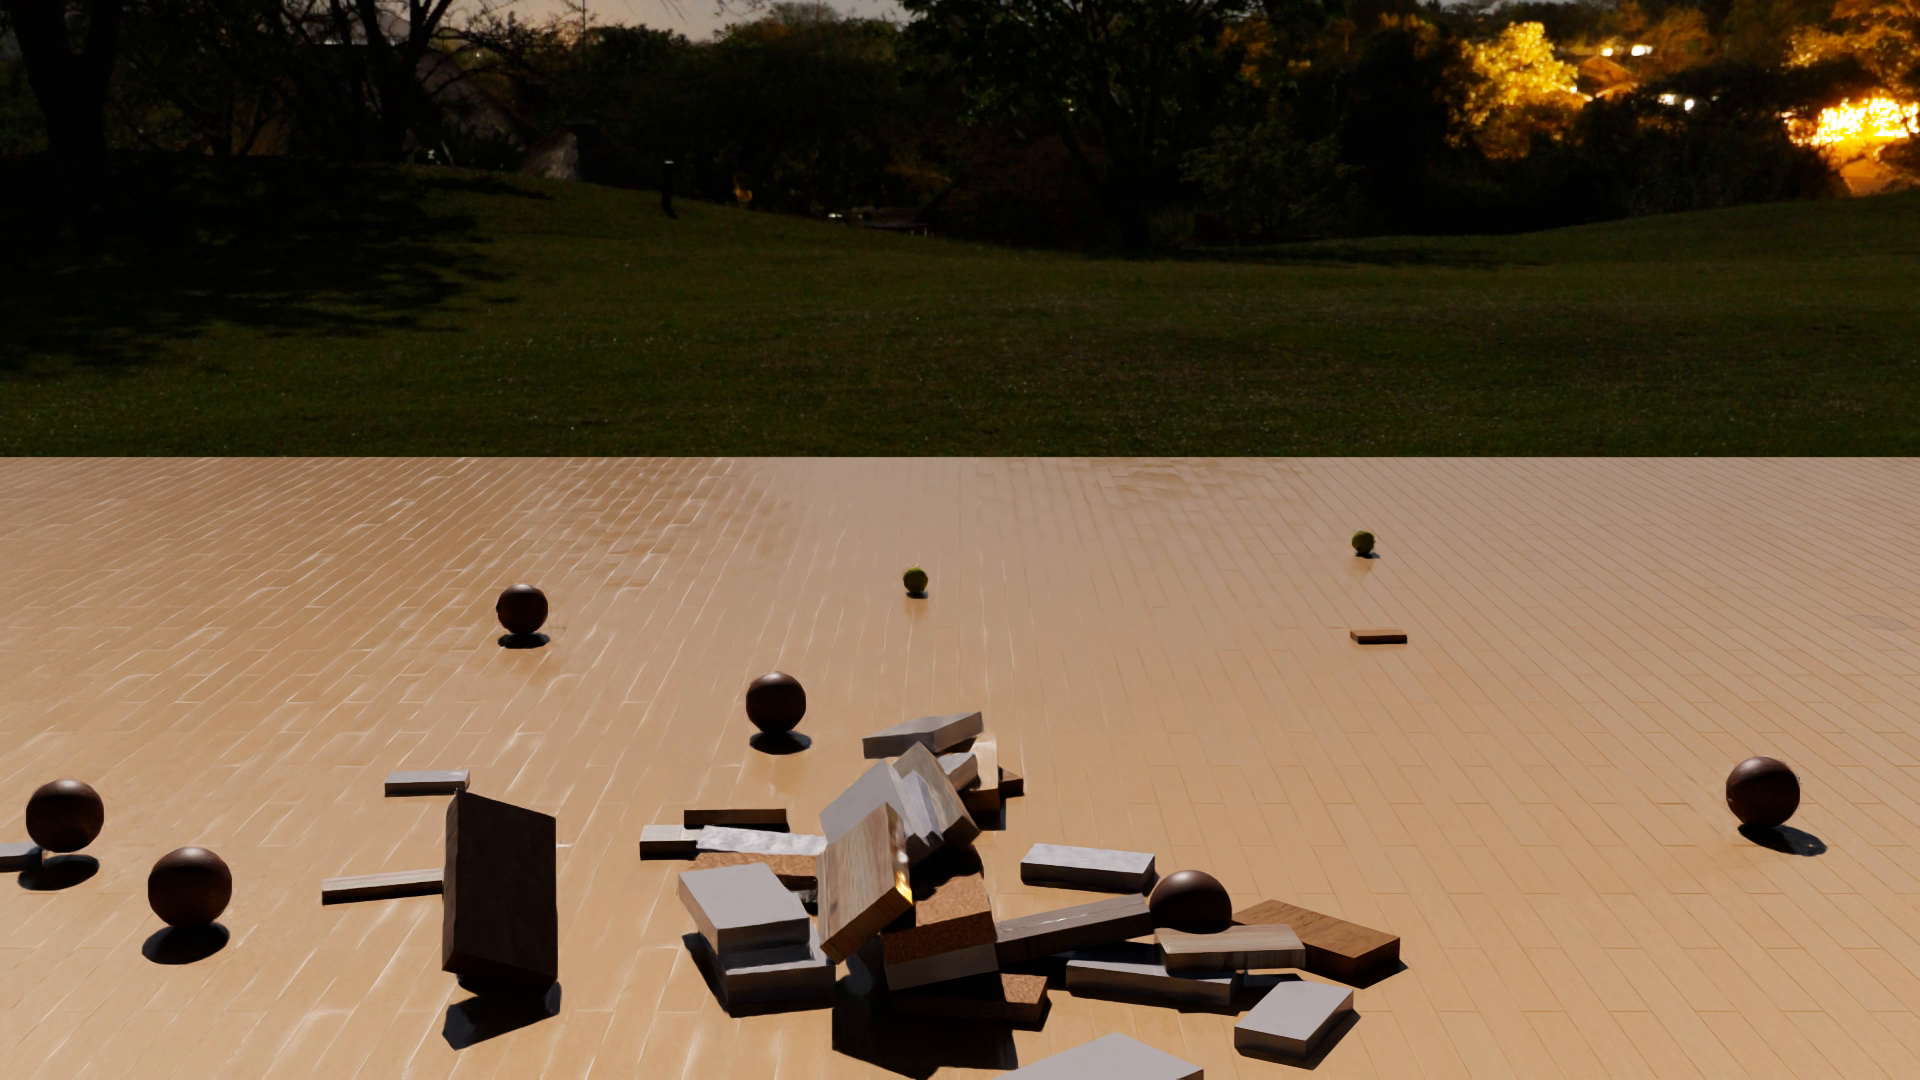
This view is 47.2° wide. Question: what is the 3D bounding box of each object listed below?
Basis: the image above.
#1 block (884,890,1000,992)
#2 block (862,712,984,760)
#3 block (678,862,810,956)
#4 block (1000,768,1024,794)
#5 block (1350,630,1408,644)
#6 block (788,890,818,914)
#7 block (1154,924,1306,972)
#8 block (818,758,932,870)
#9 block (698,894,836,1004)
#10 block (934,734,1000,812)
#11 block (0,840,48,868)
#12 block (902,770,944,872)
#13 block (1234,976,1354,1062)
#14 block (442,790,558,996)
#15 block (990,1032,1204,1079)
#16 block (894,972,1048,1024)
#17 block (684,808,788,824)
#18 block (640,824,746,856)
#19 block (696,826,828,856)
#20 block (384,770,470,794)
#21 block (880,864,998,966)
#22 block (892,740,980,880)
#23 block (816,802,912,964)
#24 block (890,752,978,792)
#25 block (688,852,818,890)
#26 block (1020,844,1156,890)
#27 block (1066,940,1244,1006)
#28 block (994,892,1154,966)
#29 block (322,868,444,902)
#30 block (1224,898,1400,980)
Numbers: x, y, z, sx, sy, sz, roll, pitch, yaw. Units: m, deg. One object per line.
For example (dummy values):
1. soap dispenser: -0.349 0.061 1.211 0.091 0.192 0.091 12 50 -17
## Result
1. block: -0.028 0.599 3.308 0.160 0.045 0.320 -11 4 0
2. block: -0.069 0.381 4.298 0.144 0.041 0.289 -7 1 19
3. block: -0.338 0.568 3.409 0.142 0.040 0.284 -5 10 -18
4. block: 0.038 0.461 4.293 0.091 0.026 0.182 -6 12 -29
5. block: 1.047 0.240 5.503 0.127 0.018 0.063 -1 11 -8
6. block: -0.278 0.593 3.604 0.127 0.018 0.063 -1 11 -5
7. block: 0.402 0.610 3.290 0.208 0.029 0.104 -1 11 -5
8. block: -0.138 0.461 3.483 0.142 0.040 0.284 -42 21 3
9. block: -0.301 0.622 3.370 0.161 0.046 0.321 -3 11 -14
10. block: 0.002 0.449 4.200 0.144 0.041 0.289 -8 15 2
11. block: -1.672 0.550 3.825 0.152 0.022 0.076 -3 11 -14
12. block: -0.090 0.456 3.505 0.106 0.030 0.211 -40 21 7
13. block: 0.475 0.677 3.119 0.104 0.029 0.208 6 12 28
14. block: -0.689 0.526 3.302 0.161 0.046 0.321 21 32 -26
15. block: 0.145 0.722 2.834 0.321 0.046 0.161 -9 14 -41
16. block: 0.017 0.662 3.202 0.208 0.029 0.104 2 11 10
17. block: -0.406 0.503 3.993 0.182 0.026 0.091 0 -8 -2
18. block: -0.474 0.532 3.910 0.182 0.026 0.091 0 11 -2
19. block: -0.343 0.535 3.825 0.222 0.022 0.076 5 23 5
20. block: -1.032 0.469 4.264 0.152 0.022 0.076 -1 11 -6
21. block: -0.038 0.556 3.281 0.160 0.045 0.320 -12 4 -2
22. block: -0.077 0.454 3.592 0.160 0.045 0.320 -42 21 1
23. block: -0.145 0.506 3.270 0.142 0.040 0.284 -40 17 9
24. block: -0.080 0.444 4.017 0.144 0.041 0.289 -4 7 18
25. block: -0.330 0.564 3.729 0.247 0.030 0.106 1 11 6
26. block: 0.219 0.558 3.760 0.211 0.030 0.106 3 11 16
27. block: 0.293 0.643 3.286 0.245 0.035 0.122 3 11 17
28. block: 0.169 0.597 3.374 0.245 0.035 0.122 -11 4 0
29. block: -0.960 0.577 3.689 0.210 0.018 0.063 -3 11 -16
30. block: 0.545 0.619 3.419 0.245 0.035 0.122 10 15 44
